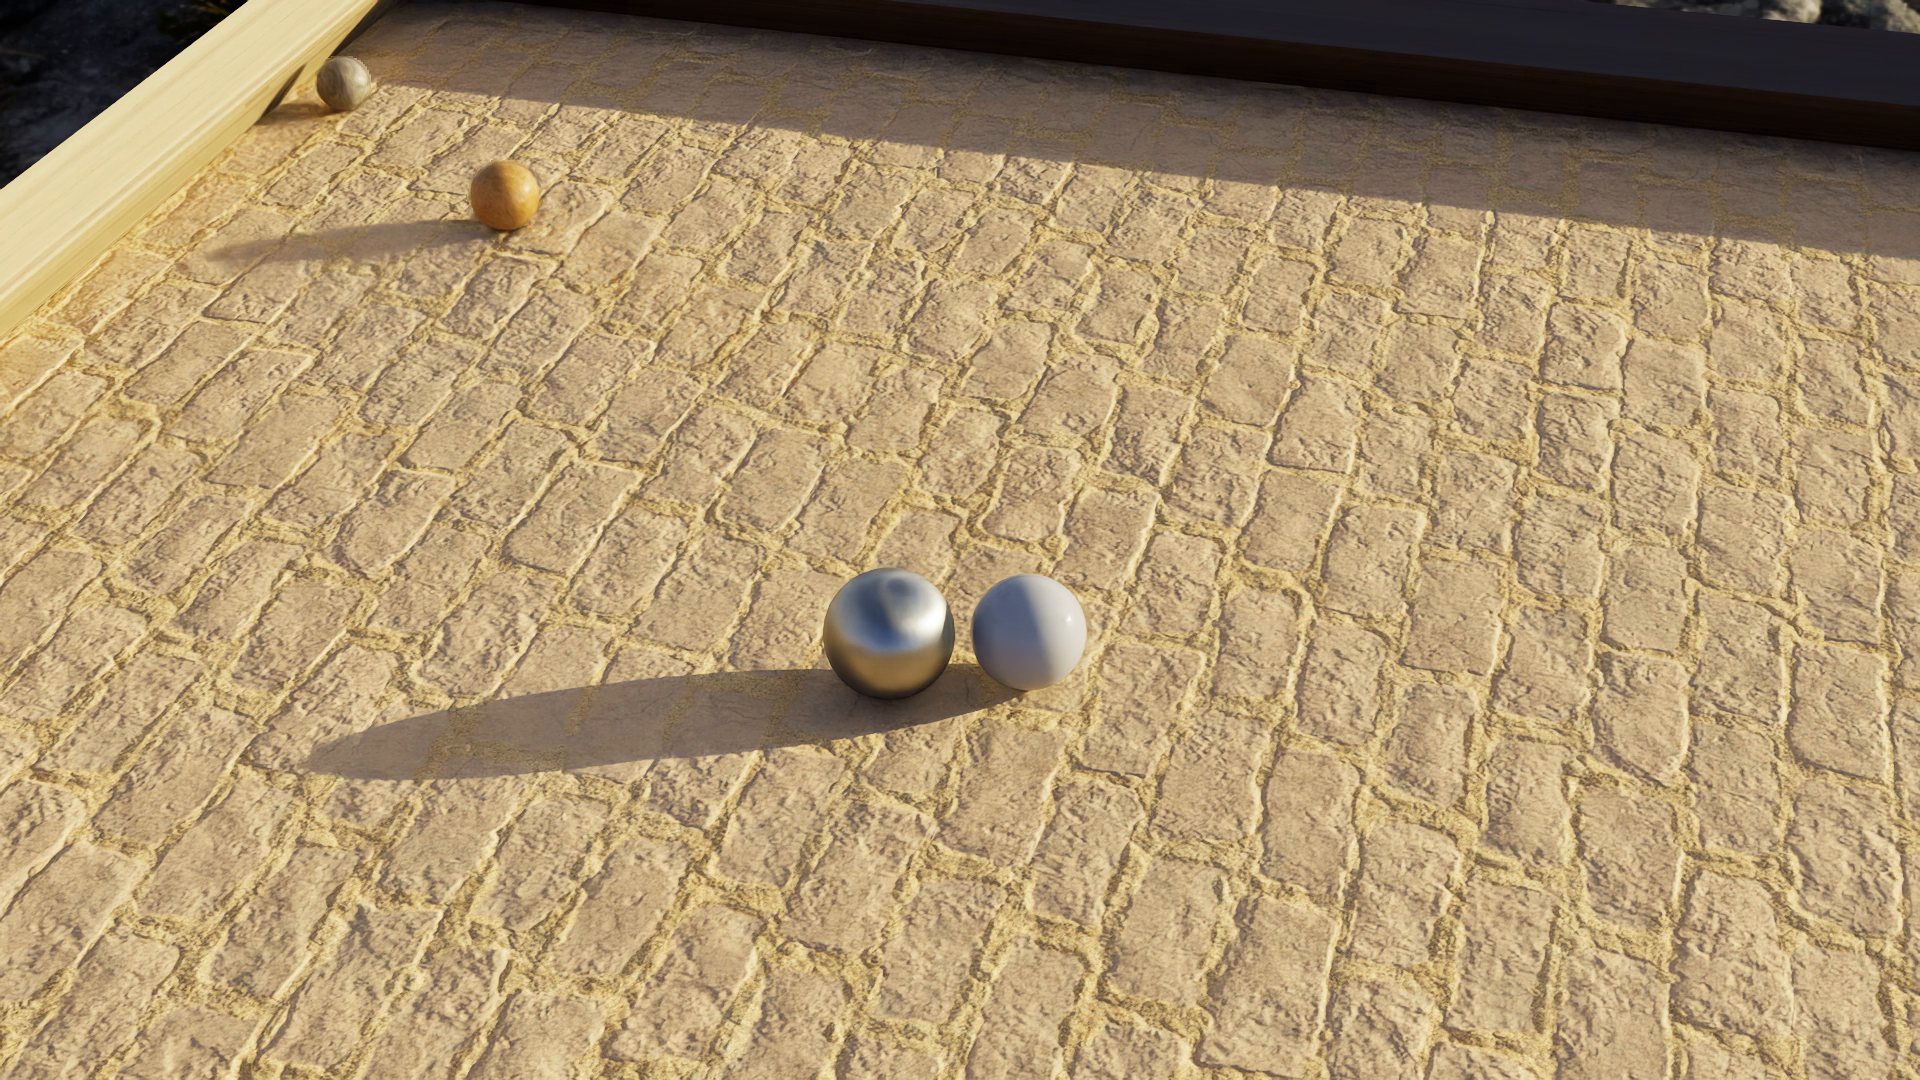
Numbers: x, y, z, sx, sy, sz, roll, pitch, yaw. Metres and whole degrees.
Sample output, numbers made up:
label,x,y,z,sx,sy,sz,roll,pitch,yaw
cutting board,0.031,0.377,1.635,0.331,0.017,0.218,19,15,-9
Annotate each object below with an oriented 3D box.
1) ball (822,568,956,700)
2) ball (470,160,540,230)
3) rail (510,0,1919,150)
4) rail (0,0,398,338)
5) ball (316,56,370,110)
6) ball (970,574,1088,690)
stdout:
label,x,y,z,sx,sy,sz,roll,pitch,yaw
ball,-0.052,0.069,1.882,0.098,0.098,0.098,0,34,0
ball,-0.447,-0.338,2.517,0.068,0.068,0.068,0,34,0
rail,1.174,-0.421,2.586,3.796,0.127,0.045,8,35,12
rail,-0.894,-0.158,2.193,0.045,0.127,2.033,8,35,12
ball,-0.663,-0.490,2.756,0.056,0.056,0.056,0,34,0
ball,0.050,0.068,1.893,0.087,0.087,0.087,0,34,0
